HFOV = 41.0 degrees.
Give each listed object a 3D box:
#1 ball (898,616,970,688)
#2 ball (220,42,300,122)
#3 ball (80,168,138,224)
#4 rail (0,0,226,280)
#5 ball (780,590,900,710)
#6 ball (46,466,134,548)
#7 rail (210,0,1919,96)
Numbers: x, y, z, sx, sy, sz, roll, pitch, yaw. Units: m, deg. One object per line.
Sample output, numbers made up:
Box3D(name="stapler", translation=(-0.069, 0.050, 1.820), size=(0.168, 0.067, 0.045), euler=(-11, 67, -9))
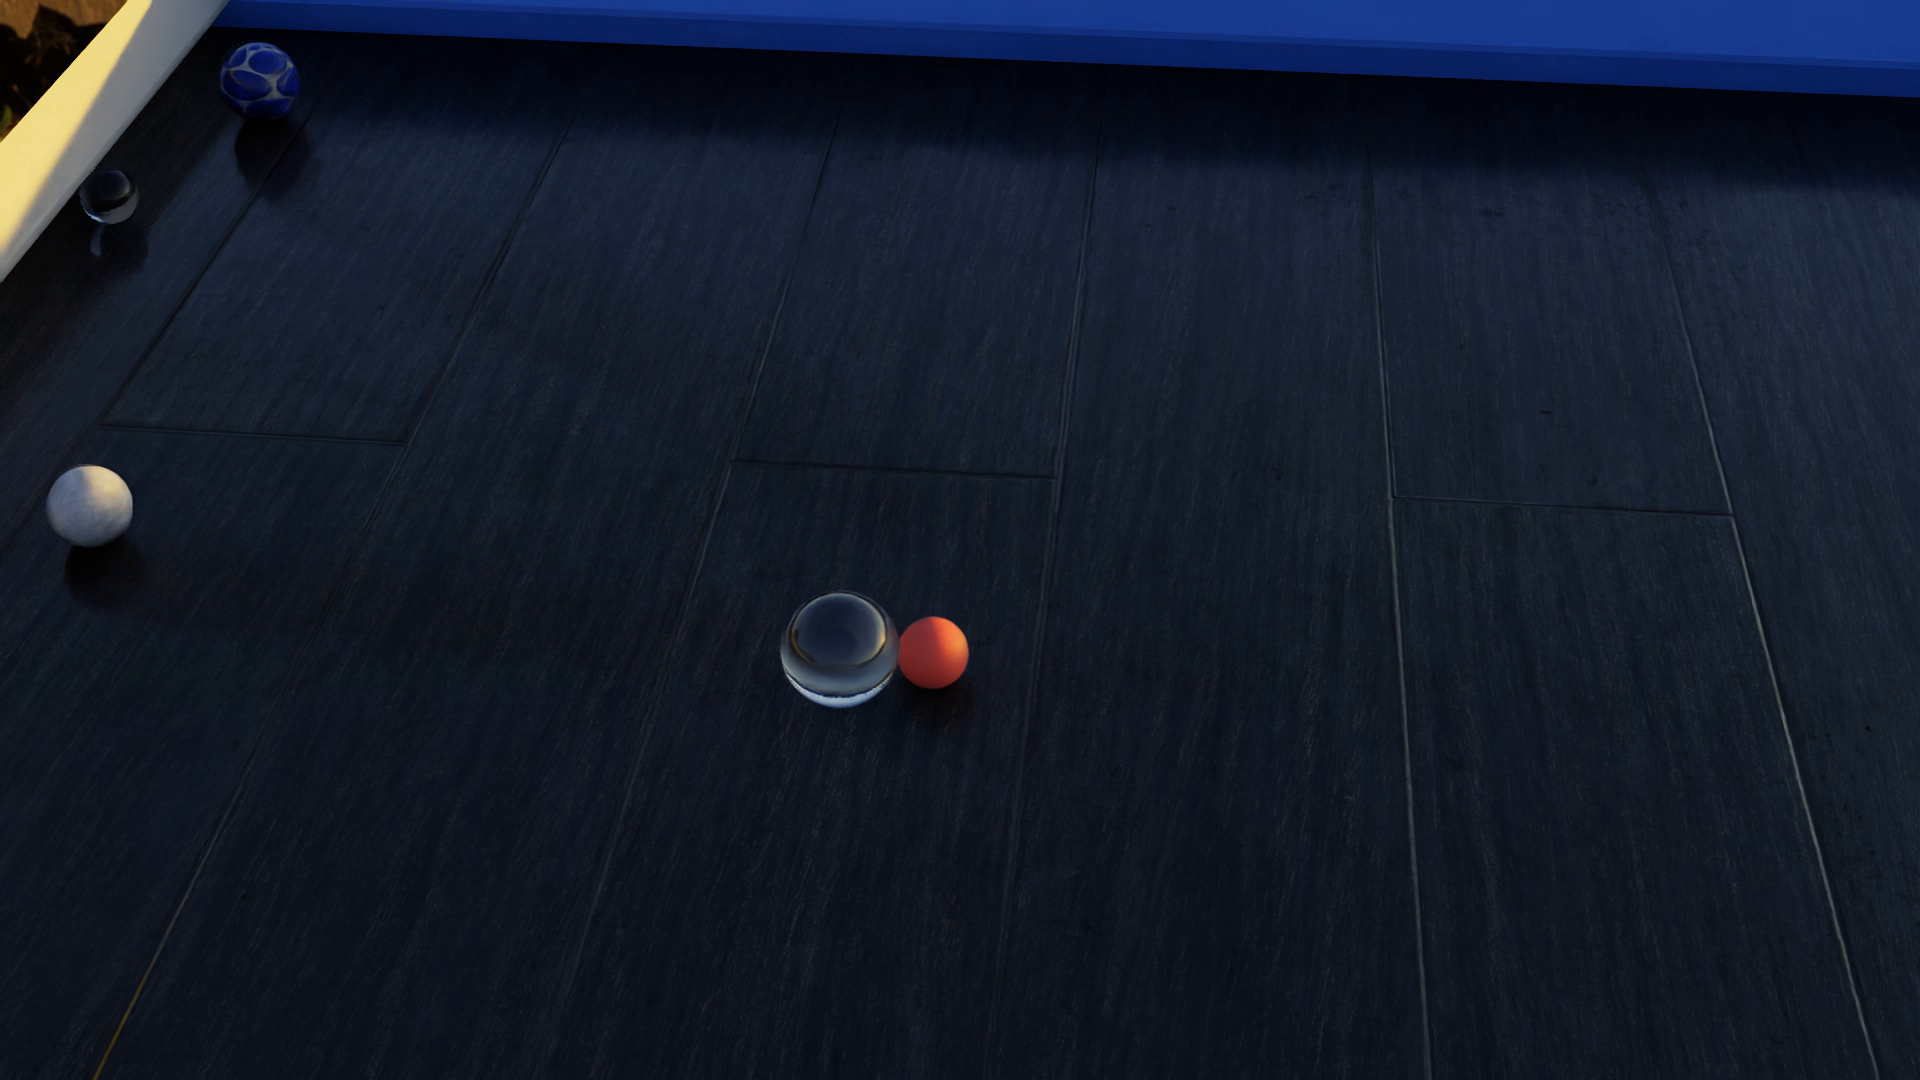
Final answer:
Box3D(name="ball", translation=(-0.018, 0.076, 1.720), size=(0.048, 0.048, 0.048), euler=(0, 35, 0))
Box3D(name="ball", translation=(-0.659, -0.431, 2.415), size=(0.074, 0.074, 0.074), euler=(0, 35, 0))
Box3D(name="ball", translation=(-0.748, -0.302, 2.254), size=(0.049, 0.049, 0.049), euler=(0, 35, 0))
Box3D(name="rail", translation=(-0.826, -0.064, 1.869), size=(0.045, 0.102, 1.742), euler=(3, 35, 5))
Box3D(name="ball", translation=(-0.080, 0.072, 1.698), size=(0.079, 0.079, 0.079), euler=(0, 35, 0))
Box3D(name="ball", translation=(-0.628, -0.024, 1.851), size=(0.060, 0.060, 0.060), euler=(0, 35, 0))
Box3D(name="rail", translation=(0.933, -0.456, 2.423), size=(3.414, 0.102, 0.045), euler=(3, 35, 5))
